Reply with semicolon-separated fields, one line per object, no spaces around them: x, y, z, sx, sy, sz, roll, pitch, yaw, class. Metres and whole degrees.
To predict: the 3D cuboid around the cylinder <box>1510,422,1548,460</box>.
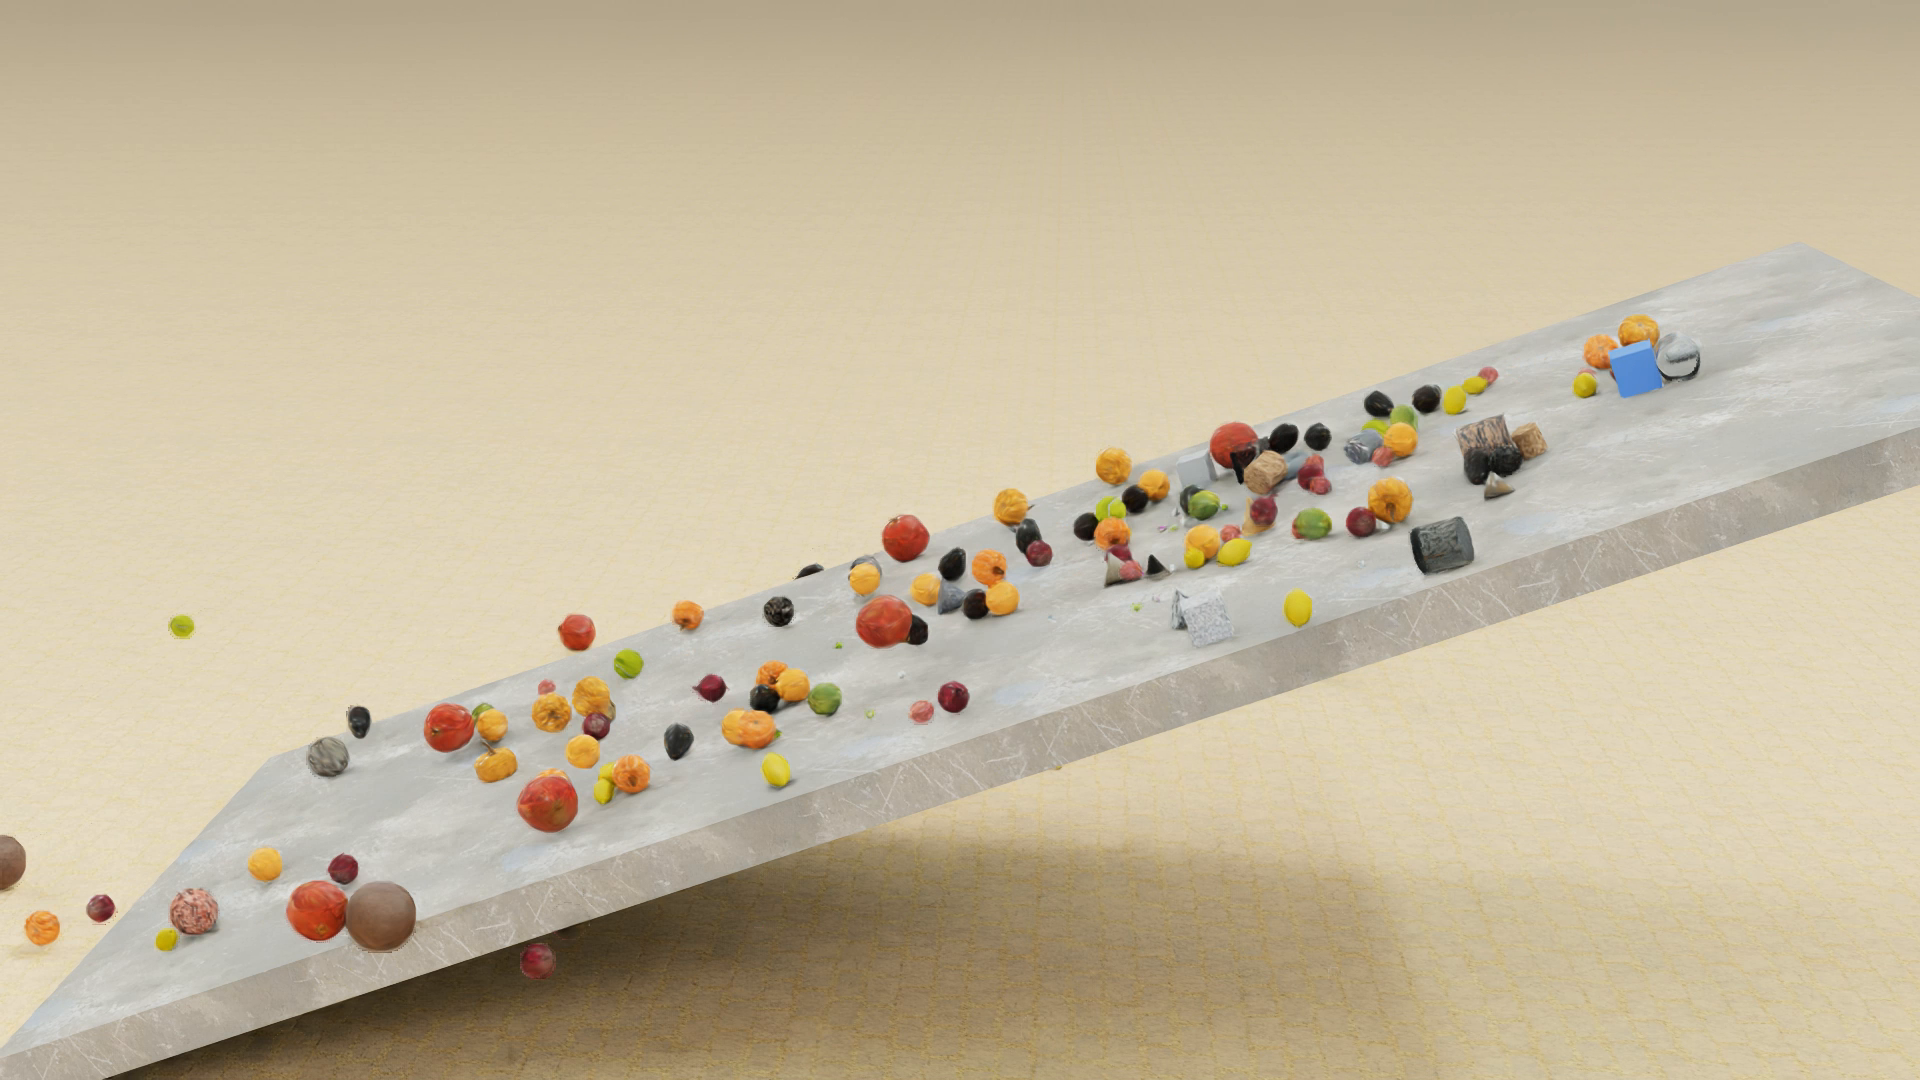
1.142;-0.199;5.902;0.055;0.055;0.055;-29;11;6;cylinder

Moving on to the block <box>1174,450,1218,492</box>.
0.542;-0.159;6.742;0.069;0.069;0.069;-16;12;19;block

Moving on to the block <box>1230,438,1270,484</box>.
0.660;-0.179;6.622;0.073;0.073;0.073;-15;12;23;block

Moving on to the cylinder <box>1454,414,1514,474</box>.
1.061;-0.193;5.925;0.100;0.100;0.100;-18;8;14;cylinder

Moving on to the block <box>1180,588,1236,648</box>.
0.455;0.144;5.408;0.077;0.077;0.077;-19;11;5;block

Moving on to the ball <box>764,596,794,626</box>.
-0.421;0.165;6.844;0.071;0.071;0.071;0;12;0;ball

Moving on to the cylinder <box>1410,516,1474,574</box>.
0.870;0.010;5.307;0.087;0.087;0.087;-15;5;25;cylinder

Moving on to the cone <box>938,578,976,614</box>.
-0.002;0.126;6.395;0.082;0.082;0.082;6;11;-9;cone

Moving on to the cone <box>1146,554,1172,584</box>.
0.396;0.052;6.007;0.057;0.057;0.057;-19;11;4;cone

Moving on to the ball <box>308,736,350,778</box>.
-1.495;0.514;6.963;0.095;0.095;0.095;0;12;0;ball

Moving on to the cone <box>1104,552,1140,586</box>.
0.340;0.065;6.104;0.072;0.072;0.072;8;13;1;cone

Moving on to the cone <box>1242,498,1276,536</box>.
0.610;-0.058;6.119;0.075;0.075;0.075;-19;11;4;cone

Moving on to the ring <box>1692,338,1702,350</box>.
1.555;-0.412;6.320;0.077;0.026;0.077;-20;10;4;ring

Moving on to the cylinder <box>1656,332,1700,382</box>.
1.489;-0.379;6.104;0.088;0.088;0.088;2;16;11;cylinder

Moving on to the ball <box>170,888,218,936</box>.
-1.541;0.747;5.917;0.095;0.095;0.095;0;12;0;ball

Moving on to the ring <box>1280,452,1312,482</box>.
0.724;-0.161;6.517;0.118;0.039;0.118;-19;12;4;ring

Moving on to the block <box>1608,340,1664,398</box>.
1.410;-0.357;6.139;0.088;0.088;0.088;-17;11;15;block

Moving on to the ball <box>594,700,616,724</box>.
-0.784;0.379;6.491;0.052;0.052;0.052;0;12;0;ball

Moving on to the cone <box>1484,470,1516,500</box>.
1.049;-0.101;5.690;0.057;0.057;0.057;13;16;18;cone

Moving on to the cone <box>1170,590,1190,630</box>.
0.445;0.136;5.573;0.077;0.077;0.077;6;11;-9;cone

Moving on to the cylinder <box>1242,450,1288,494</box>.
0.668;-0.148;6.430;0.071;0.071;0.071;10;37;39;cylinder

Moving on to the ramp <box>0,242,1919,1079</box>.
0.110;0.179;6.302;4.000;0.100;2.000;-19;11;6;ramp

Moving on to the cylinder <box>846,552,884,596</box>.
-0.222;0.081;6.898;0.074;0.074;0.074;-3;38;-15;cylinder

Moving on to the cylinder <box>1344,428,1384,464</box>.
0.879;-0.204;6.390;0.061;0.061;0.061;10;29;40;cylinder

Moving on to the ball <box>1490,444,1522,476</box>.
1.081;-0.159;5.824;0.062;0.062;0.062;0;12;0;ball
